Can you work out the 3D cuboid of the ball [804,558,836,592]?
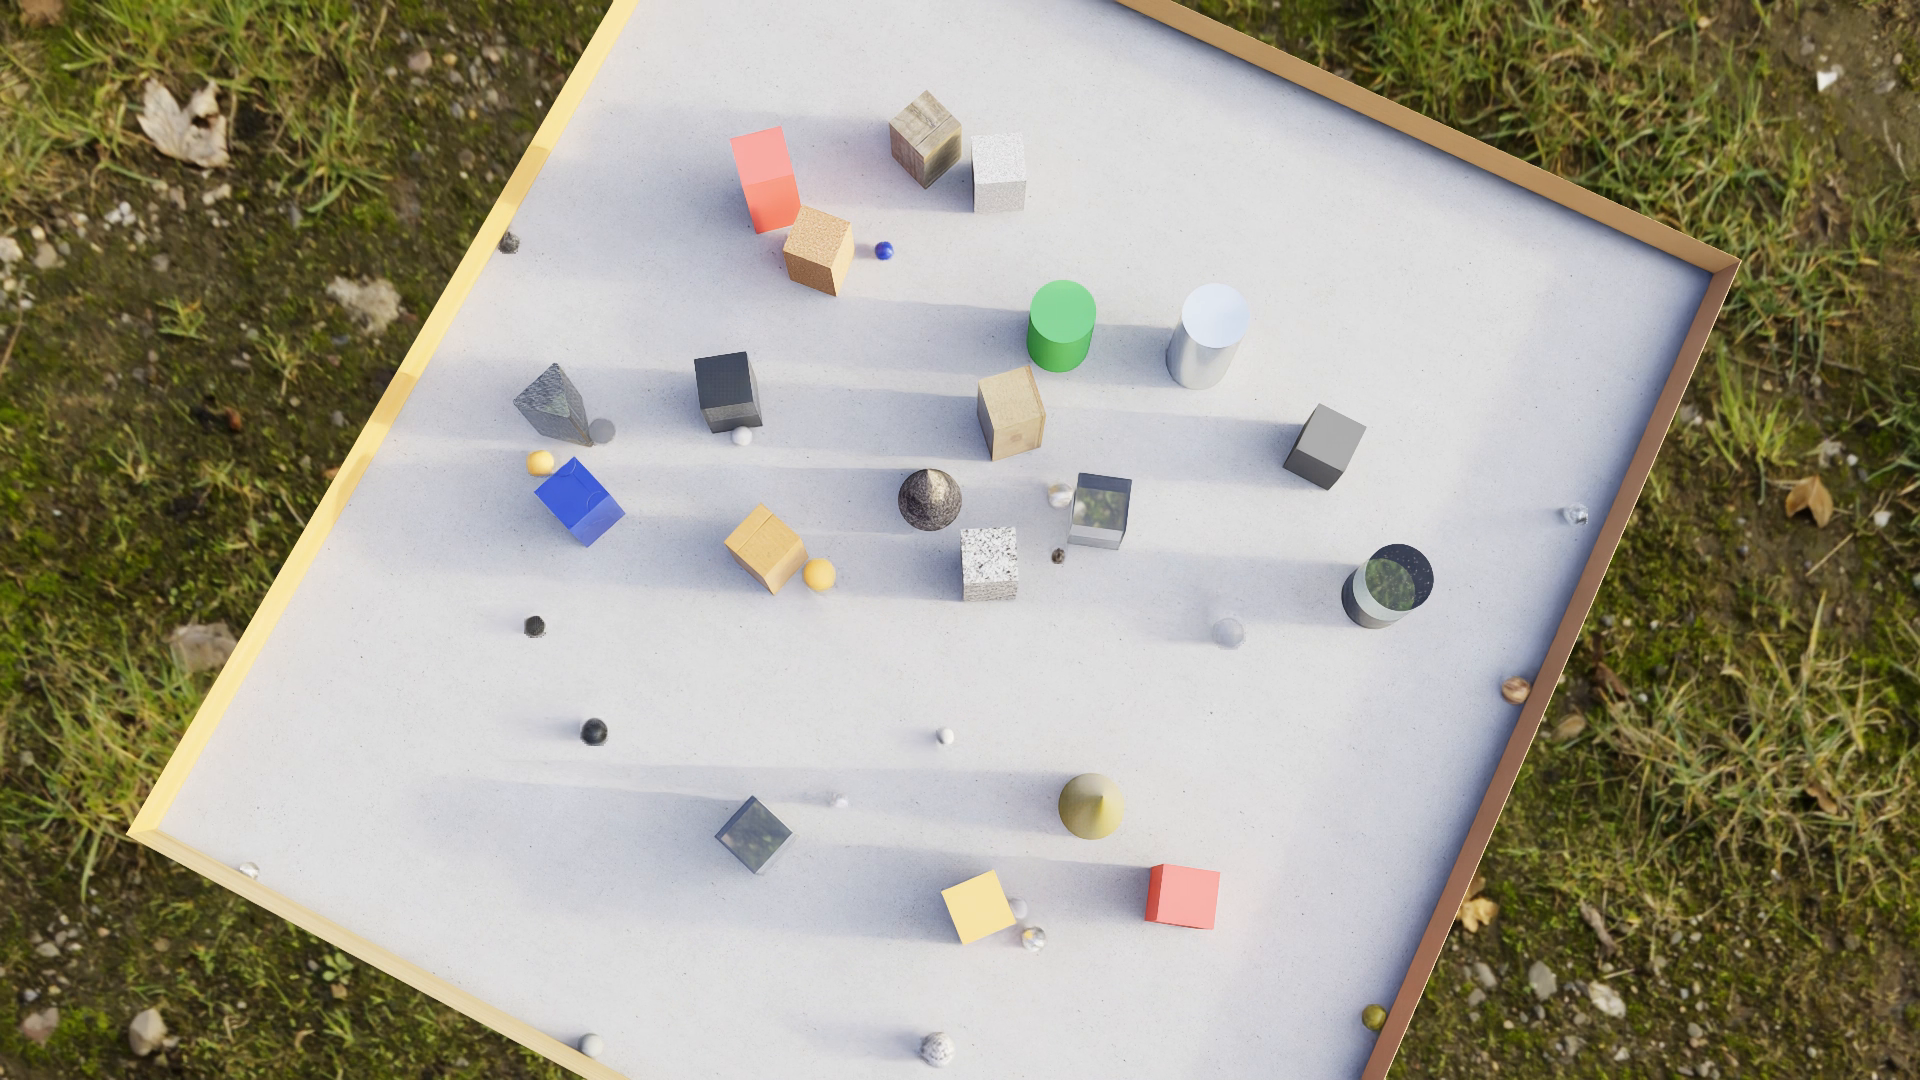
[{"bbox_3d":[-0.423,0.106,5.545,0.097,0.097,0.097,0,78,0],"label":"ball"}]

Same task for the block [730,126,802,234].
[{"bbox_3d":[-0.590,-1.104,5.648,0.158,0.386,0.158,-15,79,-3],"label":"block"}]

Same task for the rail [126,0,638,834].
[{"bbox_3d":[-1.562,-0.758,5.707,0.045,0.128,3.733,26,80,5],"label":"rail"}]

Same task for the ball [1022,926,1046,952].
[{"bbox_3d":[0.215,1.163,5.339,0.073,0.073,0.073,0,78,0],"label":"ball"}]

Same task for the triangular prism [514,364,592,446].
[{"bbox_3d":[-1.202,-0.415,5.525,0.171,0.348,0.148,15,79,3],"label":"triangular prism"}]

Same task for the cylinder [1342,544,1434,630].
[{"bbox_3d":[1.260,0.141,5.416,0.198,0.335,0.198,0,78,0],"label":"cylinder"}]

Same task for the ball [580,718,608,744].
[{"bbox_3d":[-1.089,0.570,5.458,0.079,0.079,0.079,0,78,0],"label":"ball"}]

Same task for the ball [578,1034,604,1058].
[{"bbox_3d":[-1.063,1.457,5.278,0.072,0.072,0.072,0,78,0],"label":"ball"}]

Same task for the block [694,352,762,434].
[{"bbox_3d":[-0.702,-0.446,5.569,0.158,0.274,0.158,-9,78,-2],"label":"block"}]

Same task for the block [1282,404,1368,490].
[{"bbox_3d":[1.103,-0.280,5.553,0.158,0.237,0.158,28,80,5],"label":"block"}]

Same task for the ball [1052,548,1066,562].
[{"bbox_3d":[0.300,0.047,5.586,0.042,0.042,0.042,0,78,0],"label":"ball"}]

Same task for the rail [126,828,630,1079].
[{"bbox_3d":[-0.824,1.621,5.215,3.540,0.128,0.045,26,80,5],"label":"rail"}]

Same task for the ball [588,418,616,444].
[{"bbox_3d":[-1.103,-0.335,5.645,0.080,0.080,0.080,0,78,0],"label":"ball"}]

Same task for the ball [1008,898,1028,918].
[{"bbox_3d":[0.170,1.076,5.363,0.060,0.060,0.060,0,78,0],"label":"ball"}]

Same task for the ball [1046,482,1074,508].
[{"bbox_3d":[0.305,-0.136,5.603,0.081,0.081,0.081,0,78,0],"label":"ball"}]

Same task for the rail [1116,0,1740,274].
[{"bbox_3d":[0.824,-1.607,5.883,3.540,0.128,0.045,26,80,5],"label":"rail"}]

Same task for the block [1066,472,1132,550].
[{"bbox_3d":[0.416,-0.083,5.491,0.158,0.279,0.158,8,78,2],"label":"block"}]

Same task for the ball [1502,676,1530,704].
[{"bbox_3d":[1.663,0.449,5.481,0.084,0.084,0.084,0,78,0],"label":"ball"}]

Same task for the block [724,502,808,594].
[{"bbox_3d":[-0.573,0.030,5.457,0.158,0.301,0.158,41,81,8],"label":"block"}]

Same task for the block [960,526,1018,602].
[{"bbox_3d":[0.085,0.075,5.438,0.158,0.319,0.158,-3,78,-1],"label":"block"}]

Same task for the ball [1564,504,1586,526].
[{"bbox_3d":[1.880,-0.077,5.599,0.065,0.065,0.065,0,78,0],"label":"ball"}]

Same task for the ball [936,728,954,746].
[{"bbox_3d":[-0.044,0.587,5.468,0.053,0.053,0.053,0,78,0],"label":"ball"}]

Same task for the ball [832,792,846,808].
[{"bbox_3d":[-0.358,0.772,5.433,0.046,0.046,0.046,0,78,0],"label":"ball"}]

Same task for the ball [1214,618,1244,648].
[{"bbox_3d":[0.808,0.279,5.512,0.092,0.092,0.092,0,78,0],"label":"ball"}]

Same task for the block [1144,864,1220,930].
[{"bbox_3d":[0.632,1.020,5.233,0.158,0.338,0.158,8,78,2],"label":"block"}]

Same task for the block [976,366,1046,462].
[{"bbox_3d":[0.151,-0.376,5.505,0.158,0.372,0.158,-17,79,-3],"label":"block"}]

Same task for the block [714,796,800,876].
[{"bbox_3d":[-0.586,0.859,5.315,0.158,0.243,0.158,42,81,8],"label":"block"}]

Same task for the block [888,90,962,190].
[{"bbox_3d":[-0.107,-1.252,5.746,0.158,0.255,0.158,-43,81,-8],"label":"block"}]

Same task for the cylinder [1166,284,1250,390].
[{"bbox_3d":[0.742,-0.607,5.522,0.198,0.431,0.198,0,78,0],"label":"cylinder"}]

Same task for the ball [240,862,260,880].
[{"bbox_3d":[-2.089,0.975,5.387,0.054,0.054,0.054,0,78,0],"label":"ball"}]

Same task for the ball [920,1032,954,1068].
[{"bbox_3d":[-0.066,1.463,5.263,0.099,0.099,0.099,0,78,0],"label":"ball"}]

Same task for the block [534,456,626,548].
[{"bbox_3d":[-1.139,-0.111,5.504,0.158,0.266,0.158,-43,81,-8],"label":"block"}]

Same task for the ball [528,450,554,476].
[{"bbox_3d":[-1.287,-0.236,5.625,0.080,0.080,0.080,0,78,0],"label":"ball"}]

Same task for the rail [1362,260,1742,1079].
[{"bbox_3d":[1.562,0.771,5.390,0.045,0.128,3.733,26,80,5],"label":"rail"}]

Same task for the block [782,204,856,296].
[{"bbox_3d":[-0.434,-0.892,5.668,0.158,0.261,0.158,21,79,4],"label":"block"}]

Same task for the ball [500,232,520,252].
[{"bbox_3d":[-1.421,-0.938,5.778,0.064,0.064,0.064,0,78,0],"label":"ball"}]

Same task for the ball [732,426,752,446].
[{"bbox_3d":[-0.671,-0.320,5.651,0.062,0.062,0.062,0,78,0],"label":"ball"}]

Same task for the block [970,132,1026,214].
[{"bbox_3d":[0.119,-1.145,5.730,0.158,0.243,0.158,-4,78,-1],"label":"block"}]

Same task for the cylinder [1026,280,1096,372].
[{"bbox_3d":[0.307,-0.650,5.597,0.198,0.301,0.198,0,78,0],"label":"cylinder"}]

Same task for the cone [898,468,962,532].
[{"bbox_3d":[-0.092,-0.164,5.448,0.198,0.396,0.198,0,78,0],"label":"cone"}]

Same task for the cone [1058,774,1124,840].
[{"bbox_3d":[0.391,0.747,5.231,0.198,0.452,0.198,0,78,0],"label":"cone"}]

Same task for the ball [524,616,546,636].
[{"bbox_3d":[-1.283,0.260,5.532,0.062,0.062,0.062,0,78,0],"label":"ball"}]

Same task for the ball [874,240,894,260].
[{"bbox_3d":[-0.240,-0.912,5.775,0.060,0.060,0.060,0,78,0],"label":"ball"}]

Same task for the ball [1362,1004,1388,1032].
[{"bbox_3d":[1.197,1.381,5.294,0.073,0.073,0.073,0,78,0],"label":"ball"}]

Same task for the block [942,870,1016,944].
[{"bbox_3d":[0.052,1.050,5.233,0.158,0.325,0.158,-22,79,-4],"label":"block"}]
